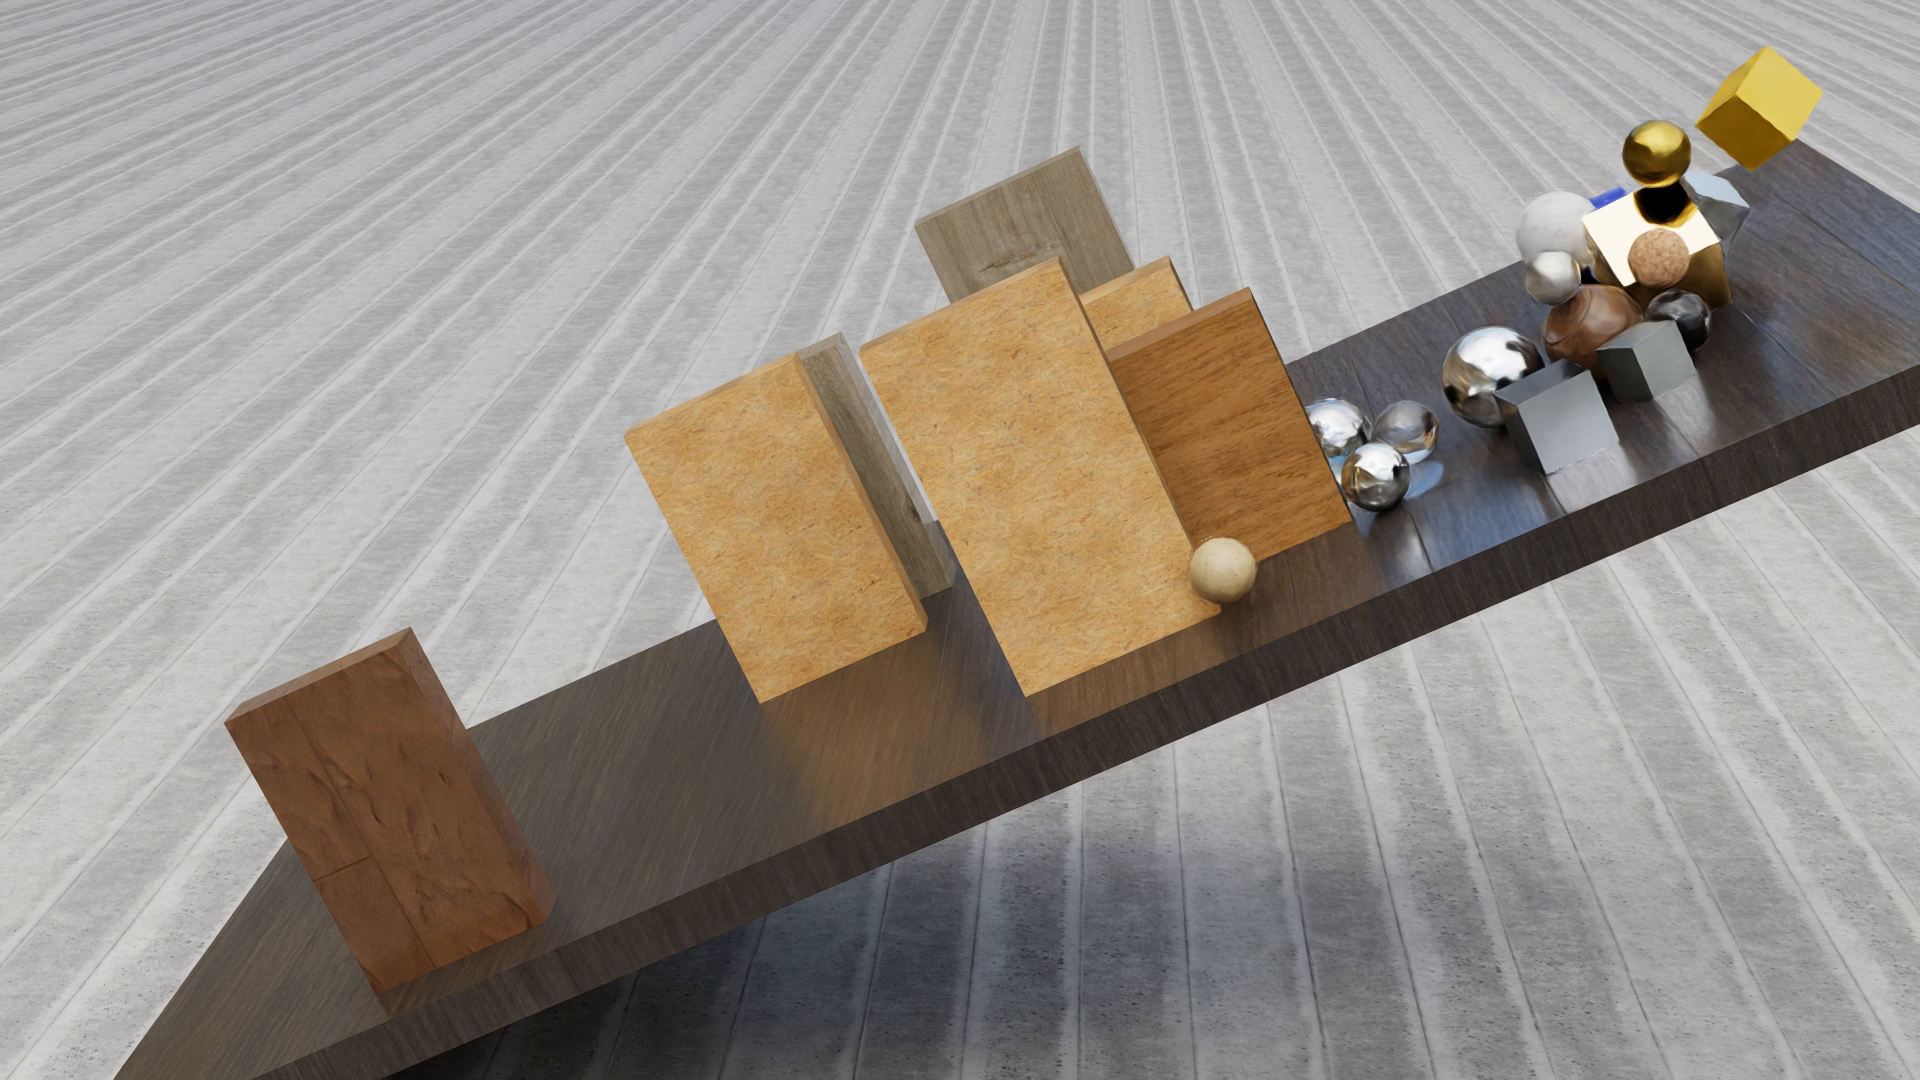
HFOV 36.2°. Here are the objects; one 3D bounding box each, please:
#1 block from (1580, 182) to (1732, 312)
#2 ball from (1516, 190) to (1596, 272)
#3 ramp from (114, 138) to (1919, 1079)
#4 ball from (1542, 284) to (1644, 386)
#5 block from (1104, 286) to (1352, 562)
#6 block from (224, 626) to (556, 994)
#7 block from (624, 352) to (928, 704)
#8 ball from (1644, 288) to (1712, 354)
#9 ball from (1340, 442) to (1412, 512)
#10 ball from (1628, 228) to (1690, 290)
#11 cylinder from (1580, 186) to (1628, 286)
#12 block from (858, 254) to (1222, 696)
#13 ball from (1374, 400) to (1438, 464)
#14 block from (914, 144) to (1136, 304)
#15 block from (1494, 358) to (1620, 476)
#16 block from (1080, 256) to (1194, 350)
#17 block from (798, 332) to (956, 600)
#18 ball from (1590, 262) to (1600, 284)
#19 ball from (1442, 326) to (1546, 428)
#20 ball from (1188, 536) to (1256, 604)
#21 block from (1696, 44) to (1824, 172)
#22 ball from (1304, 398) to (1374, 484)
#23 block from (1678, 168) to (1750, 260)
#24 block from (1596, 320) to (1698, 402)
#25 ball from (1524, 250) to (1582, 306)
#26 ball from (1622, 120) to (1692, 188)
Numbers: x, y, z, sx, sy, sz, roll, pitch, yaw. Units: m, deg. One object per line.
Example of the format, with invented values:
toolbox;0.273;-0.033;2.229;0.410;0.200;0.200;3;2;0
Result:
block;1.389;-0.558;5.863;0.201;0.201;0.201;-26;52;5
ball;1.249;-0.637;6.130;0.180;0.180;0.180;0;16;0
ramp;0.135;0.169;6.282;4.000;0.100;2.000;-24;13;9
ball;1.240;-0.401;5.740;0.200;0.200;0.200;0;16;0
block;0.485;-0.188;5.721;0.386;0.480;0.126;-24;13;9
block;-1.090;0.523;5.653;0.374;0.611;0.117;-24;13;9
block;-0.393;-0.024;6.352;0.401;0.657;0.094;-24;13;9
ball;1.376;-0.417;5.640;0.129;0.129;0.129;0;16;0
ball;0.798;-0.121;5.636;0.134;0.134;0.134;0;16;0
ball;1.339;-0.539;5.635;0.117;0.117;0.117;0;16;0
cylinder;1.417;-0.671;6.517;0.170;0.170;0.170;-24;14;8
block;0.154;-0.115;5.506;0.407;0.731;0.083;-24;13;9
ball;0.885;-0.213;5.831;0.127;0.127;0.127;0;16;0
block;0.237;-0.534;7.047;0.431;0.698;0.098;-24;13;9
block;1.102;-0.227;5.441;0.148;0.148;0.148;-26;13;-1
block;0.429;-0.383;6.692;0.295;0.429;0.145;-24;13;9
block;-0.262;-0.130;6.628;0.270;0.606;0.149;-24;13;9
ball;1.419;-0.600;6.371;0.111;0.111;0.111;0;16;0
ball;1.049;-0.320;5.780;0.203;0.203;0.203;0;16;0
ball;0.484;0.056;5.418;0.124;0.124;0.124;0;16;0
block;1.621;-0.875;5.969;0.151;0.151;0.151;-53;4;-25
ball;0.739;-0.194;5.861;0.173;0.173;0.173;0;16;0
block;1.543;-0.683;6.151;0.130;0.130;0.130;12;31;-19
block;1.301;-0.338;5.577;0.112;0.112;0.112;-31;14;-21
ball;1.142;-0.506;5.670;0.108;0.108;0.108;0;16;0
ball;1.372;-0.760;5.791;0.135;0.135;0.135;0;16;0
